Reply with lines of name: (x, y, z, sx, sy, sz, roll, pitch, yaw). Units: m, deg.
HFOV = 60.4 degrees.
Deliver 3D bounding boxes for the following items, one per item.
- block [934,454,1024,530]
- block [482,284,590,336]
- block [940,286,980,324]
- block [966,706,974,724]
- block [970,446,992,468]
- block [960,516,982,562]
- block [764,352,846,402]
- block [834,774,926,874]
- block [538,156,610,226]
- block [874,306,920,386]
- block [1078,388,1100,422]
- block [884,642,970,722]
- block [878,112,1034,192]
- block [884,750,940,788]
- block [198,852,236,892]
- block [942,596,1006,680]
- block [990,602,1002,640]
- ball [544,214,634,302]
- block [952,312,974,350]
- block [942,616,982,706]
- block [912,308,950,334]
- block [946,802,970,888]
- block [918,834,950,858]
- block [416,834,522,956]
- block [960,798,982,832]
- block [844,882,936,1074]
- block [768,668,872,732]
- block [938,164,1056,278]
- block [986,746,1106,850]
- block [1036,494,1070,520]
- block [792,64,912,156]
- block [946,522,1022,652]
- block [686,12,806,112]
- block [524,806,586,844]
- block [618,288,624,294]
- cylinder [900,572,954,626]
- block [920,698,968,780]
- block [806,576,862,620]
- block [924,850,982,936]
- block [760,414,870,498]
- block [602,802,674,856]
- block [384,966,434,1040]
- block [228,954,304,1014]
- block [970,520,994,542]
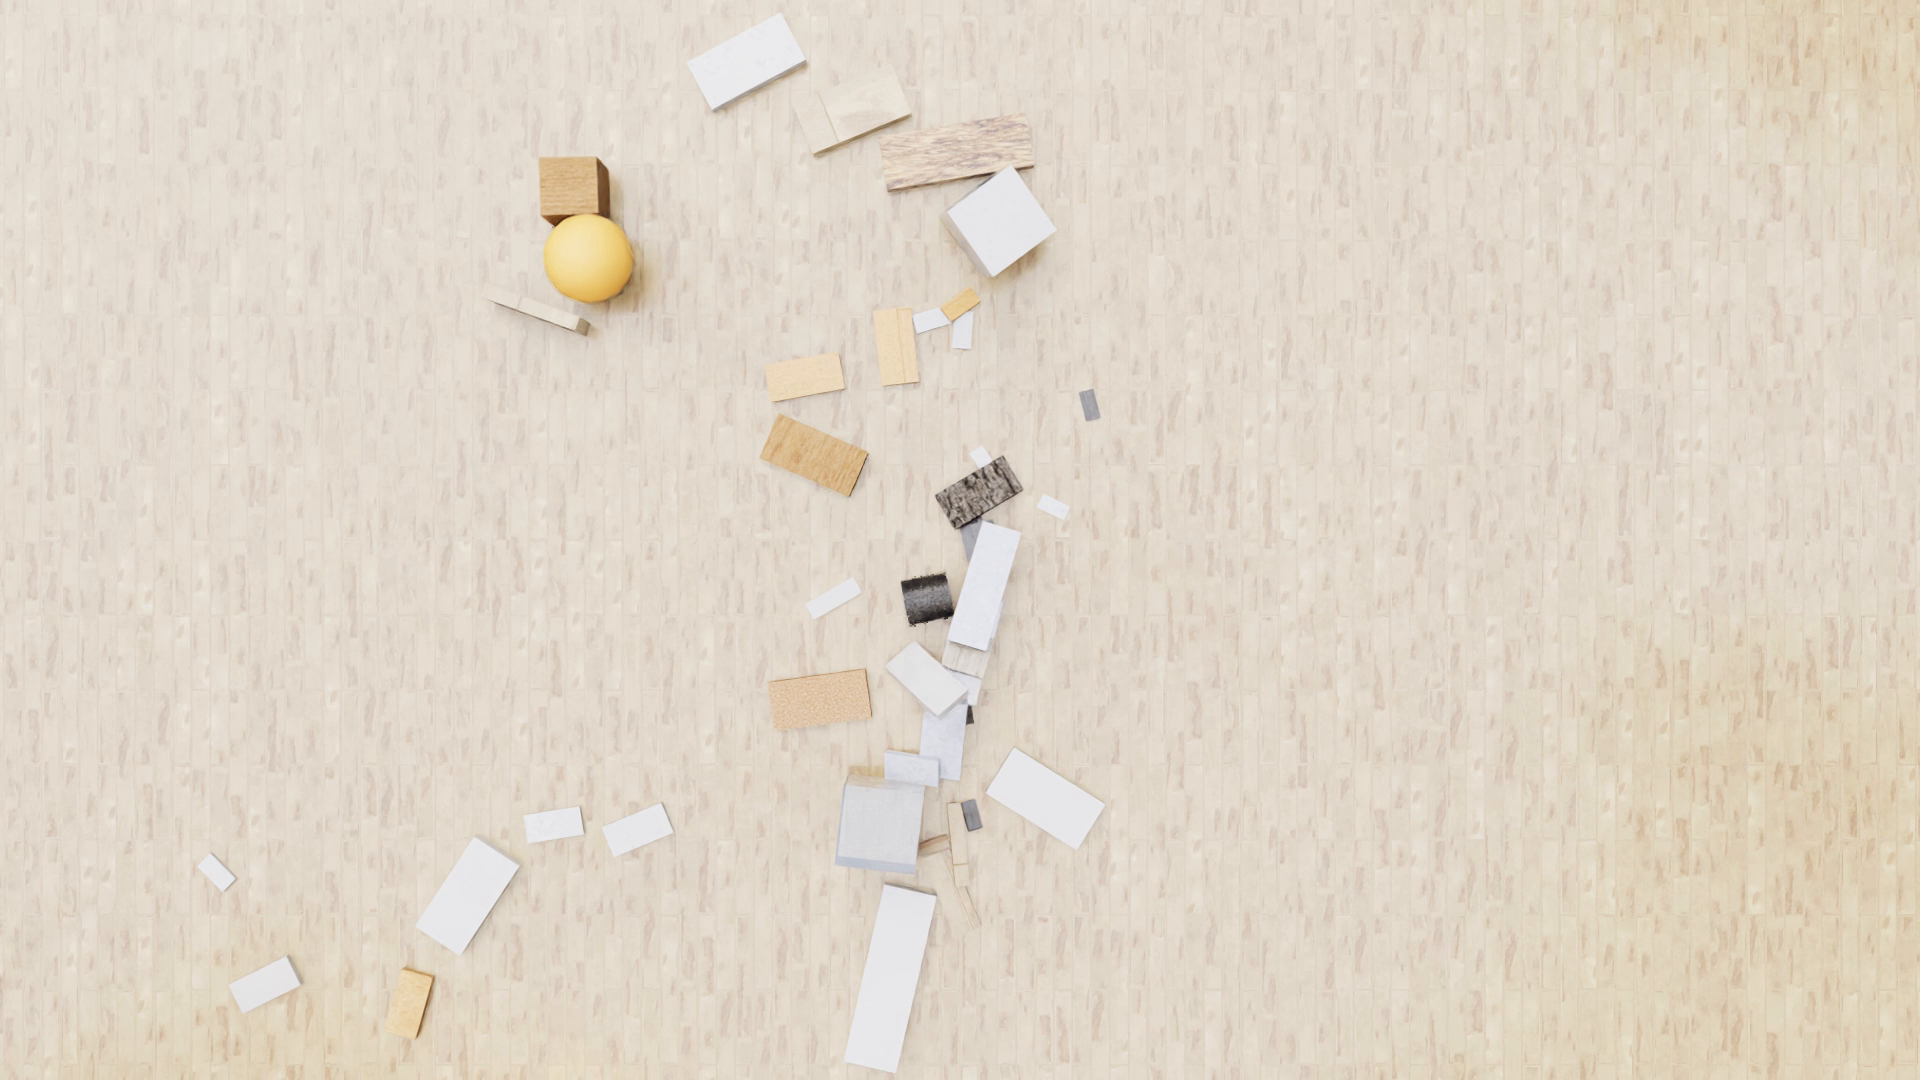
block: (0.063, -0.156, 5.460, 0.265, 0.037, 0.132, -31, 85, 0)
block: (-1.391, -0.755, 5.419, 0.324, 0.162, 0.046, 20, 90, 0)
block: (0.001, -0.782, 5.476, 0.124, 0.018, 0.062, -36, 83, -10)
block: (-0.020, 0.589, 5.482, 0.126, 0.018, 0.063, -10, 108, 0)
block: (0.081, -0.259, 5.493, 0.050, 0.014, 0.101, -34, 90, 0)
block: (0.046, -0.010, 5.476, 0.078, 0.022, 0.156, -13, 81, 2)
block: (-0.515, -0.542, 5.482, 0.249, 0.035, 0.125, -10, 90, 0)
block: (-0.257, 0.921, 5.371, 0.258, 0.258, 0.258, 7, 90, 0)
block: (-1.262, -1.141, 5.406, 0.186, 0.186, 0.186, -2, 89, 0)
block: (-0.212, -0.642, 5.482, 0.125, 0.035, 0.249, -6, 90, 0)
block: (0.432, -0.449, 5.493, 0.050, 0.014, 0.101, -14, 90, 0)
block: (-0.109, 0.459, 5.382, 0.132, 0.037, 0.265, -40, 59, -17)
block: (-0.012, -1.286, 5.475, 0.495, 0.050, 0.176, -10, 90, 0)
block: (-0.157, 0.754, 5.445, 0.187, 0.027, 0.094, 7, 110, 17)
block: (-2.472, 1.106, 5.491, 0.060, 0.017, 0.121, -45, 90, 0)
block: (0.047, 0.303, 5.428, 0.140, 0.040, 0.280, 17, 79, 1)
block: (0.097, 0.259, 5.410, 0.060, 0.017, 0.121, 15, 79, 1)
ball: (-1.198, -0.910, 5.324, 0.282, 0.282, 0.282, 0, 90, 0)
block: (0.009, -0.699, 5.491, 0.062, 0.018, 0.124, 4, 90, 0)
block: (0.014, 0.397, 5.449, 0.140, 0.040, 0.280, 13, 79, 0)
block: (-0.092, -0.735, 5.491, 0.124, 0.018, 0.062, -17, 90, 0)
block: (-0.007, 1.010, 5.475, 0.050, 0.014, 0.275, -5, 85, -15)
block: (-0.084, 1.017, 5.478, 0.099, 0.014, 0.050, -20, 49, 0)
block: (-1.629, 1.177, 5.475, 0.178, 0.050, 0.355, 33, 90, 0)
block: (0.039, 0.915, 5.485, 0.049, 0.014, 0.099, -15, 90, -19)
block: (-0.231, 1.450, 5.475, 0.178, 0.050, 0.599, 13, 90, 0)
block: (-0.464, 0.530, 5.477, 0.324, 0.046, 0.162, -8, 90, 0)
block: (0.118, -1.032, 5.351, 0.252, 0.252, 0.252, -37, 102, 0)
block: (0.282, 0.855, 5.475, 0.356, 0.050, 0.178, 32, 90, 0)
block: (0.312, -0.110, 5.493, 0.101, 0.014, 0.050, 26, 90, 0)
block: (-0.357, -1.426, 5.475, 0.353, 0.050, 0.176, -22, 90, 0)
block: (0.079, 0.152, 5.395, 0.132, 0.037, 0.406, 17, 82, 2)
block: (-0.707, -1.583, 5.475, 0.353, 0.050, 0.176, -28, 90, 0)
block: (-1.349, 0.946, 5.487, 0.187, 0.027, 0.094, -9, 90, 0)
block: (-1.229, -0.910, 5.482, 0.249, 0.035, 0.125, 15, 90, 0)
cylinder: (-0.106, 0.192, 5.424, 0.150, 0.150, 0.150, -11, 90, 0)
block: (-0.056, 0.650, 5.429, 0.140, 0.040, 0.280, 7, 110, 3)
block: (-0.420, 0.194, 5.491, 0.183, 0.017, 0.060, -30, 90, 0)
block: (-0.026, 1.169, 5.487, 0.094, 0.027, 0.287, -22, 90, 0)
block: (-0.484, -0.281, 5.477, 0.324, 0.046, 0.162, 24, 90, 0)
block: (-1.070, 0.962, 5.485, 0.213, 0.030, 0.107, -23, 90, 0)
block: (-1.830, 1.541, 5.485, 0.107, 0.030, 0.213, 16, 90, 0)
block: (-2.307, 1.476, 5.485, 0.213, 0.030, 0.107, -26, 90, 0)
block: (0.093, 0.016, 5.446, 0.078, 0.022, 0.156, -16, 82, -3)
